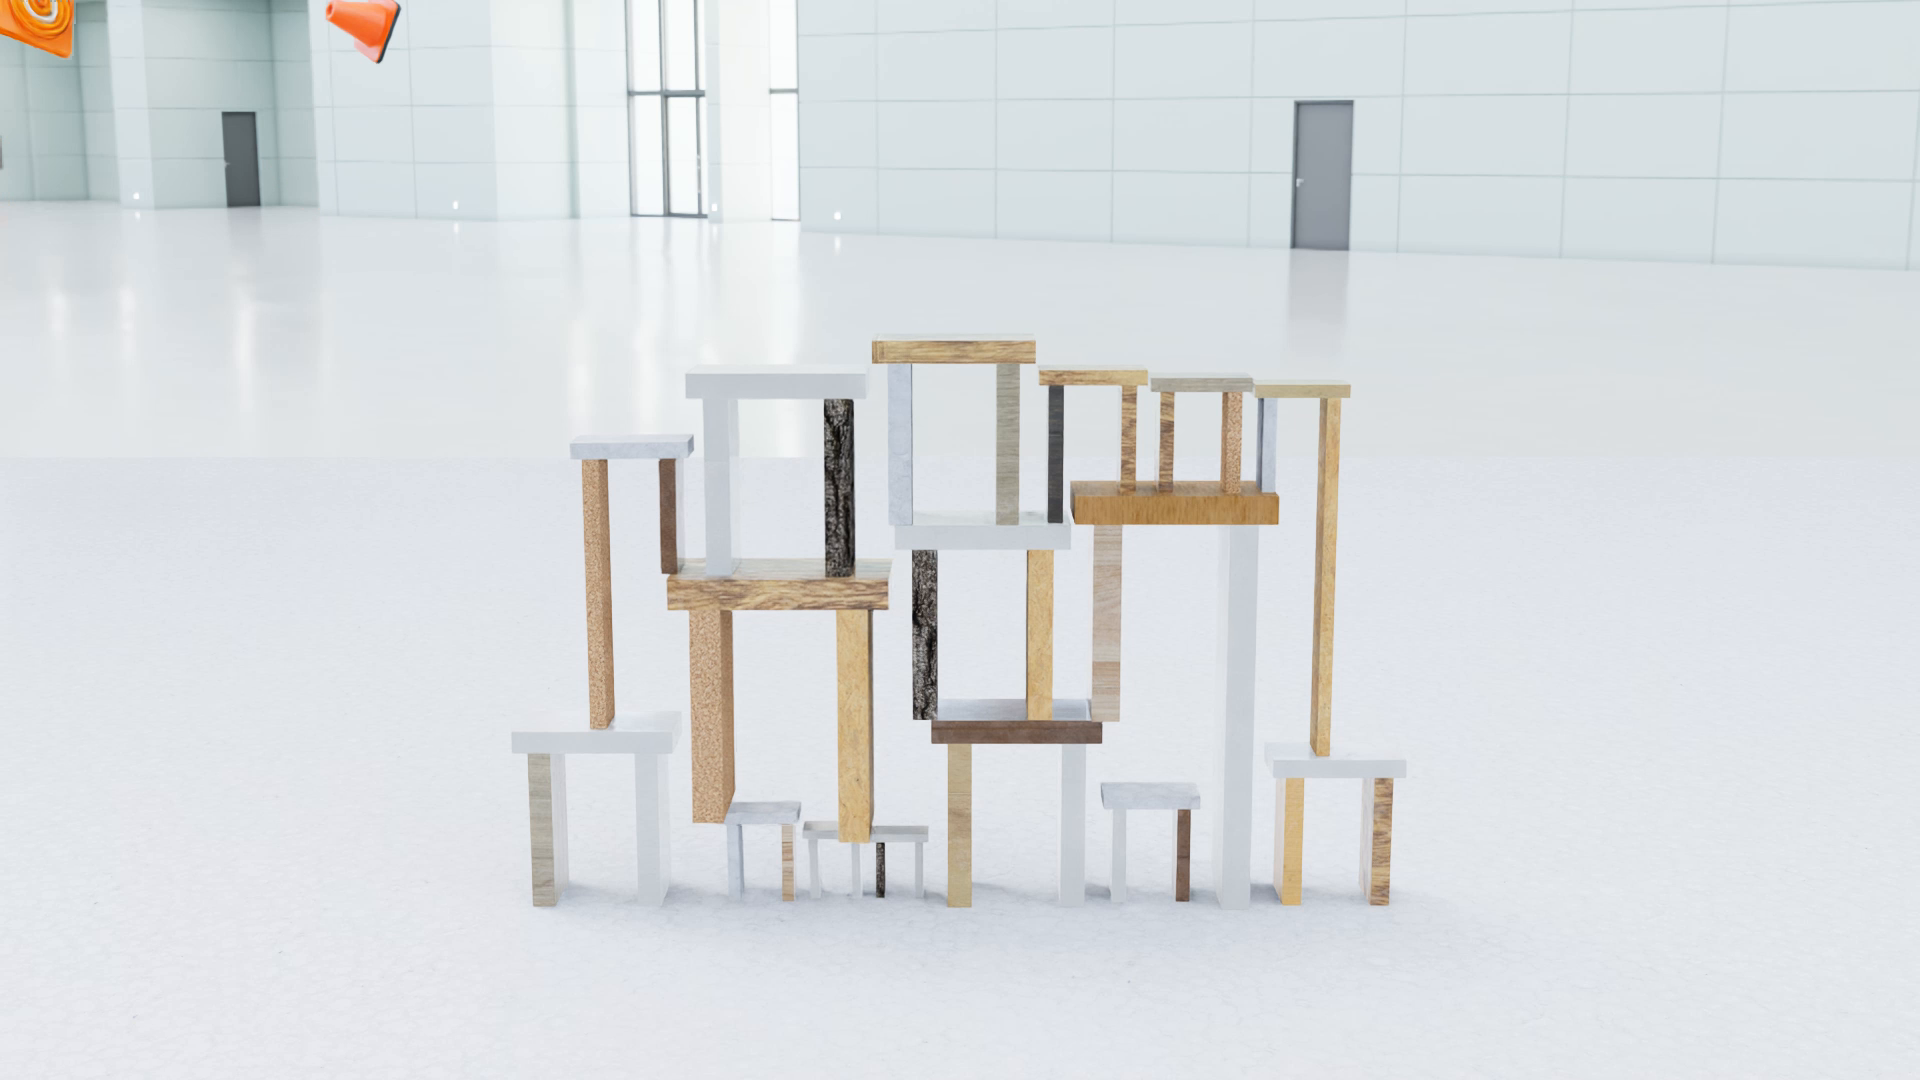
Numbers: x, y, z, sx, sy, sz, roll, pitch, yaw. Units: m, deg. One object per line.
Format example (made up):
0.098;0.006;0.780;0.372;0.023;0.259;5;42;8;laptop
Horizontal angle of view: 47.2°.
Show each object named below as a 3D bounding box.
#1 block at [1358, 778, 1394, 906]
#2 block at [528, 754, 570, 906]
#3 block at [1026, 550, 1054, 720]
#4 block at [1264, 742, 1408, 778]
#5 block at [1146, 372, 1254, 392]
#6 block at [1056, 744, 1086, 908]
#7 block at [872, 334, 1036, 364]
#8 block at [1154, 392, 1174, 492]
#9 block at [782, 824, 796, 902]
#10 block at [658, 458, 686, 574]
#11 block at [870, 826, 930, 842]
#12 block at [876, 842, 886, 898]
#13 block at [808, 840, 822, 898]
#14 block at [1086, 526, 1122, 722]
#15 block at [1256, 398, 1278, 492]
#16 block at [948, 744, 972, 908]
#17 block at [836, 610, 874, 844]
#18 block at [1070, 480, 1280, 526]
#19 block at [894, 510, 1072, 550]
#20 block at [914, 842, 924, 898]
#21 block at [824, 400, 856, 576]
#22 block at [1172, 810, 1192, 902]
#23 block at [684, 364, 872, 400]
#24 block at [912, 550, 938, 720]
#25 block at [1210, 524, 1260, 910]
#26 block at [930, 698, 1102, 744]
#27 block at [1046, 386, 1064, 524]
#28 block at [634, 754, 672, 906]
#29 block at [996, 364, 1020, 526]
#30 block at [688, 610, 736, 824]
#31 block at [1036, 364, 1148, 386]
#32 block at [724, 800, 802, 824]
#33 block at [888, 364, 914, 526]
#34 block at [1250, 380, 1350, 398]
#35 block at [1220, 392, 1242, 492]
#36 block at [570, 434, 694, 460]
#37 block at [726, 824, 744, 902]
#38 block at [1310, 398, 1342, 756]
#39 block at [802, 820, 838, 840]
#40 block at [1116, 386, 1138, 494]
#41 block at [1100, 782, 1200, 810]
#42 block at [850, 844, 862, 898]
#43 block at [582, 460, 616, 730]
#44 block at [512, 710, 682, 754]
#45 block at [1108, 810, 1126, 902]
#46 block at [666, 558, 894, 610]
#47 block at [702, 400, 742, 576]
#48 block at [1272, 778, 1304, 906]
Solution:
0.689;0.484;3.646;0.031;0.217;0.108;0;11;0;block
-0.682;0.462;3.648;0.037;0.260;0.130;0;11;0;block
0.130;0.140;3.590;0.040;0.280;0.140;0;11;0;block
0.617;0.362;3.624;0.217;0.031;0.108;0;11;0;block
0.382;-0.252;3.509;0.161;0.023;0.081;0;11;0;block
0.184;0.453;3.646;0.039;0.277;0.139;0;11;0;block
-0.010;-0.305;3.502;0.256;0.036;0.128;0;11;0;block
0.328;-0.161;3.526;0.023;0.161;0.081;0;11;0;block
-0.284;0.526;3.652;0.019;0.132;0.066;0;11;0;block
-0.464;-0.045;3.549;0.026;0.186;0.093;0;10;1;block
-0.100;0.488;3.653;0.096;0.014;0.048;0;11;0;block
-0.132;0.542;3.663;0.014;0.096;0.048;0;11;0;block
-0.241;0.539;3.660;0.015;0.103;0.052;-2;11;1;block
0.235;0.120;3.587;0.046;0.322;0.161;0;11;0;block
0.492;-0.157;3.531;0.021;0.151;0.076;0;11;0;block
-0.001;0.453;3.646;0.039;0.277;0.139;0;11;0;block
-0.170;0.285;3.609;0.050;0.385;0.176;0;11;1;block
0.343;-0.061;3.551;0.322;0.046;0.161;0;11;0;block
0.036;-0.017;3.561;0.280;0.040;0.140;0;11;0;block
-0.068;0.542;3.663;0.014;0.096;0.048;0;11;0;block
-0.193;-0.094;3.540;0.040;0.283;0.142;0;10;1;block
0.367;0.512;3.655;0.022;0.158;0.079;0;11;0;block
-0.288;-0.253;3.513;0.284;0.040;0.142;0;10;1;block
-0.057;0.140;3.590;0.040;0.280;0.140;0;11;0;block
0.450;0.275;3.613;0.046;0.639;0.161;0;11;0;block
0.092;0.298;3.617;0.277;0.039;0.139;0;11;0;block
0.152;-0.143;3.529;0.024;0.220;0.086;0;11;0;block
-0.509;0.462;3.648;0.037;0.260;0.130;0;11;0;block
0.076;-0.161;3.529;0.036;0.257;0.128;0;11;0;block
-0.406;0.269;3.608;0.050;0.352;0.176;0;11;0;block
0.210;-0.263;3.508;0.172;0.024;0.086;0;11;0;block
-0.332;0.451;3.636;0.132;0.019;0.066;-1;11;1;block
-0.095;-0.161;3.529;0.036;0.257;0.128;0;11;0;block
0.542;-0.242;3.515;0.151;0.021;0.076;0;11;0;block
0.435;-0.161;3.526;0.023;0.161;0.081;0;11;0;block
-0.525;-0.150;3.530;0.186;0.026;0.093;-1;11;0;block
-0.373;0.526;3.652;0.019;0.132;0.066;-1;11;0;block
0.593;0.057;3.570;0.021;0.588;0.076;0;11;0;block
-0.208;0.481;3.647;0.104;0.015;0.052;0;11;0;block
0.267;-0.167;3.524;0.024;0.172;0.086;0;11;0;block
0.315;0.423;3.639;0.158;0.022;0.079;0;11;0;block
-0.172;0.539;3.659;0.015;0.104;0.052;-1;11;0;block
-0.587;0.081;3.572;0.026;0.442;0.093;0;11;0;block
-0.595;0.316;3.621;0.260;0.037;0.130;0;11;0;block
0.262;0.512;3.655;0.022;0.158;0.079;0;11;0;block
-0.288;0.071;3.570;0.352;0.050;0.176;0;11;1;block
-0.383;-0.094;3.543;0.040;0.284;0.142;0;10;1;block
0.545;0.484;3.646;0.031;0.217;0.108;0;11;0;block
